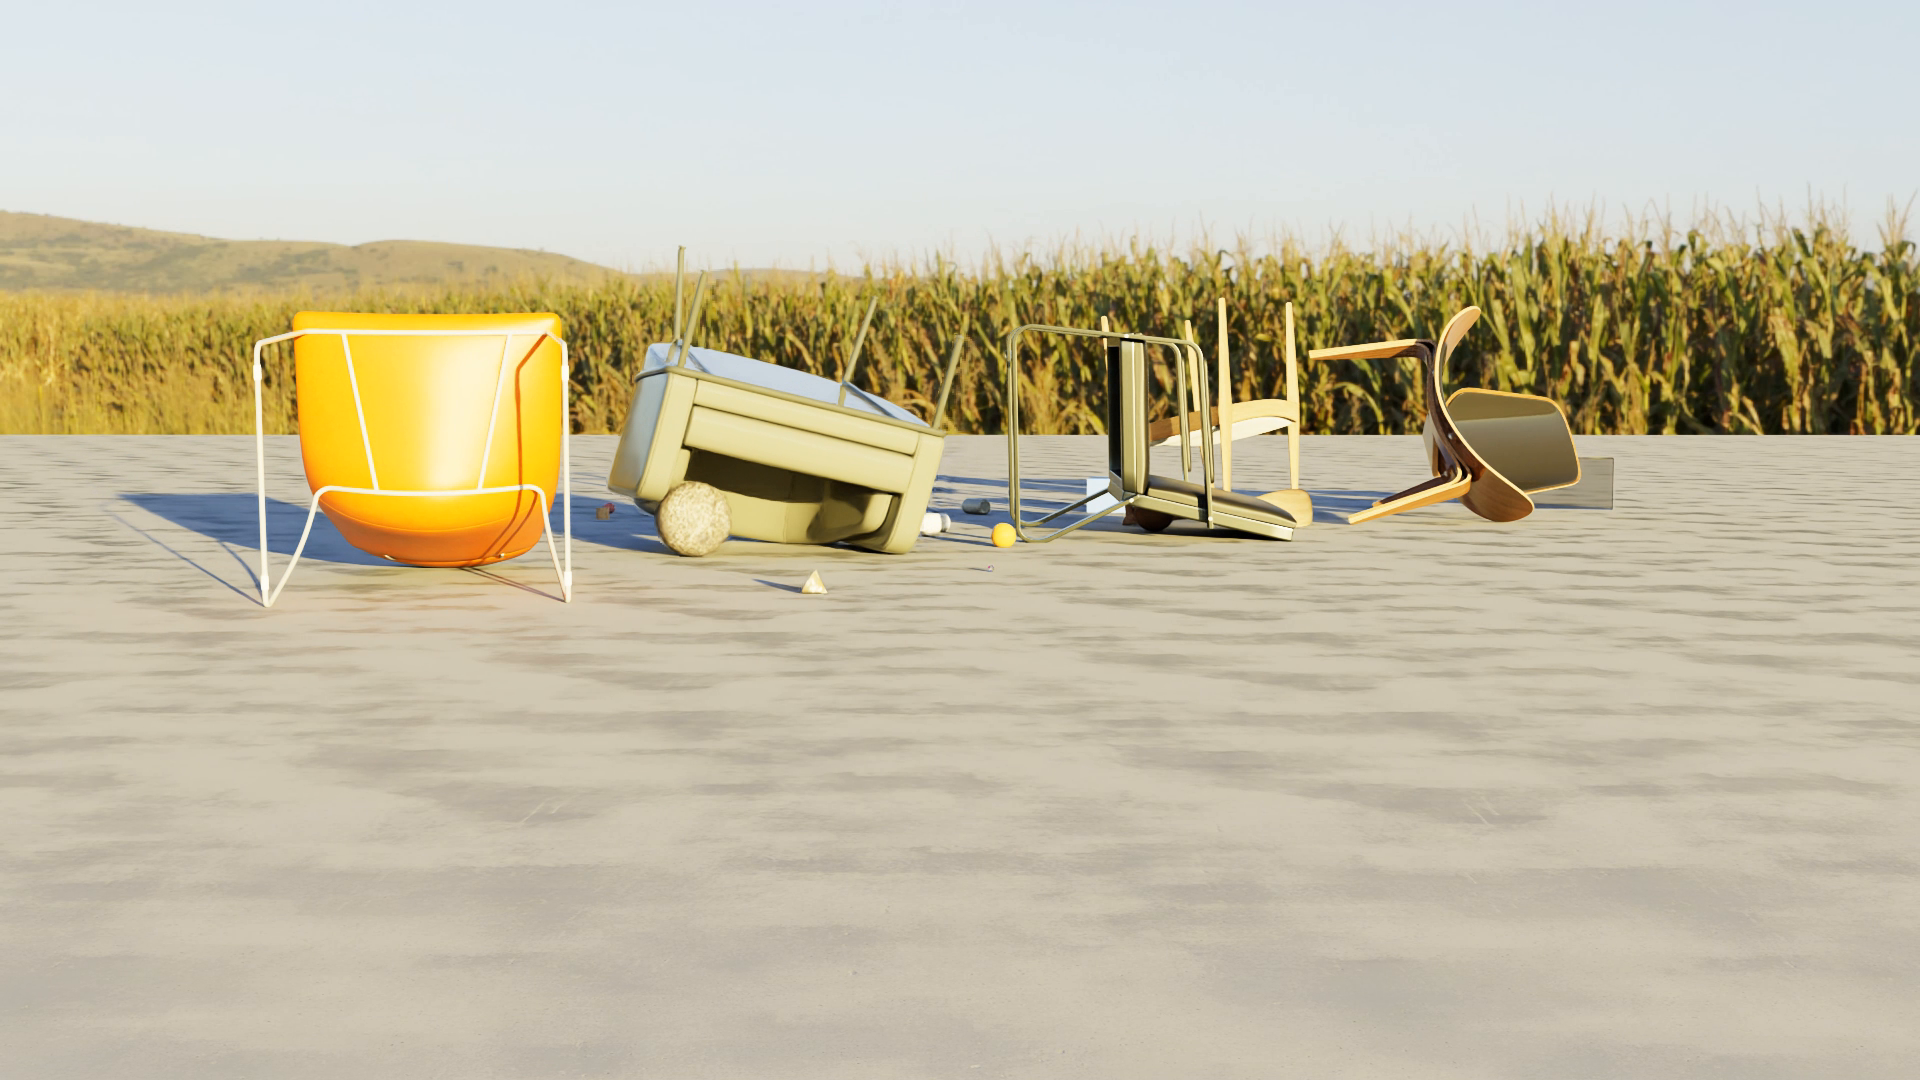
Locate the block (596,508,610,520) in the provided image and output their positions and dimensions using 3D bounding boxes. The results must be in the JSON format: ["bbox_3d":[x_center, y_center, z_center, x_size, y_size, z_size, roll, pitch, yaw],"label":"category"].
[{"bbox_3d":[-1.233,-0.092,7.591,0.035,0.040,0.033,-2,4,-29],"label":"block"}]

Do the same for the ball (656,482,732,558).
[{"bbox_3d":[-0.709,-0.055,5.872,0.203,0.203,0.203,0,4,0],"label":"ball"}]

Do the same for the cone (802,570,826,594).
[{"bbox_3d":[-0.312,0.105,4.837,0.048,0.060,0.075,34,9,4],"label":"cone"}]

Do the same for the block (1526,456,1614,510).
[{"bbox_3d":[2.299,-0.215,8.289,0.310,0.190,0.140,1,4,15],"label":"block"}]

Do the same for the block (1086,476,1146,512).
[{"bbox_3d":[0.577,-0.166,8.072,0.205,0.123,0.173,1,4,9],"label":"block"}]
